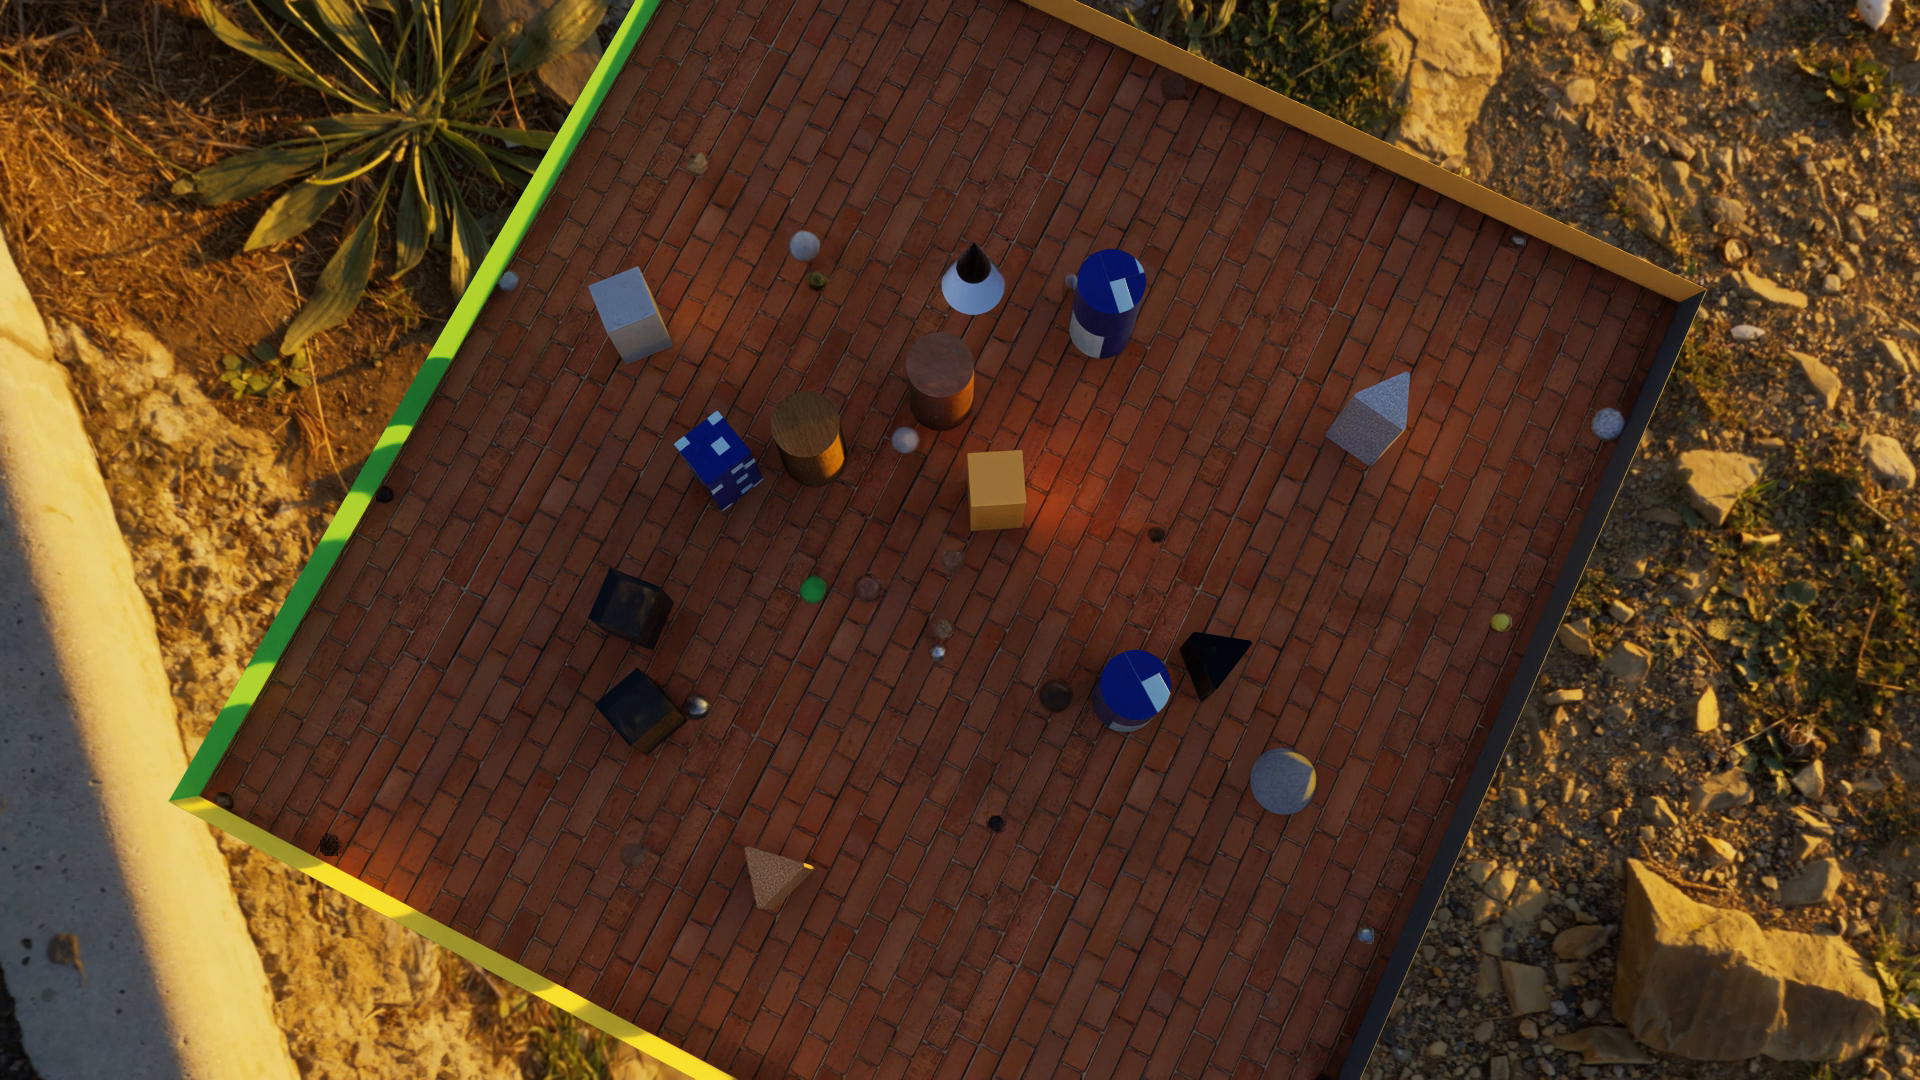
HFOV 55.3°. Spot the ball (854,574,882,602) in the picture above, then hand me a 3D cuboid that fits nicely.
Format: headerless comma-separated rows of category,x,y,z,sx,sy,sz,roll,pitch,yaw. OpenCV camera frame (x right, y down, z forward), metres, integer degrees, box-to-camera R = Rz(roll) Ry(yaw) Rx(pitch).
ball,-0.278,0.146,5.544,0.084,0.084,0.084,0,78,0

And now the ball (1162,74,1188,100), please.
ball,0.688,-1.451,5.875,0.082,0.082,0.082,0,78,0

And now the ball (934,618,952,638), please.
ball,-0.050,0.267,5.532,0.057,0.057,0.057,0,78,0

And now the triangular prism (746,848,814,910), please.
triangular prism,-0.545,0.941,5.249,0.173,0.338,0.150,-43,81,-8

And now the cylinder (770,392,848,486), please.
cylinder,-0.448,-0.298,5.490,0.200,0.370,0.200,0,78,0

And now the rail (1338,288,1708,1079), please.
rail,1.507,0.745,5.395,0.045,0.130,3.459,26,80,5

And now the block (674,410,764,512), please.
block,-0.718,-0.232,5.488,0.160,0.347,0.160,-39,81,-7

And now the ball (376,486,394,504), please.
ball,-1.762,-0.139,5.619,0.052,0.052,0.052,0,78,0

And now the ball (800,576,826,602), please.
ball,-0.442,0.147,5.546,0.078,0.078,0.078,0,78,0

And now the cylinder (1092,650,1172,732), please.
cylinder,0.497,0.444,5.350,0.200,0.342,0.200,0,78,0

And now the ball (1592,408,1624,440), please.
ball,1.995,-0.358,5.641,0.097,0.097,0.097,0,78,0

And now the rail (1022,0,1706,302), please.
rail,0.763,-1.487,5.857,3.418,0.130,0.045,26,80,5

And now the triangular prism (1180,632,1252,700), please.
triangular prism,0.724,0.343,5.393,0.150,0.300,0.173,38,81,7

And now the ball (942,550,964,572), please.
ball,-0.021,0.063,5.568,0.069,0.069,0.069,0,78,0

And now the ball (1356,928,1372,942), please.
ball,1.182,1.153,5.356,0.043,0.043,0.043,0,78,0

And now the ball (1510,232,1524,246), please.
ball,1.759,-0.949,5.789,0.047,0.047,0.047,0,78,0

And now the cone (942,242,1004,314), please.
cone,0.042,-0.844,5.601,0.200,0.373,0.200,0,78,0

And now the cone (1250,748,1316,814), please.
cone,0.966,0.671,5.236,0.200,0.474,0.200,0,78,0

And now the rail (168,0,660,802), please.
rail,-1.507,-0.731,5.701,0.045,0.130,3.459,26,80,5

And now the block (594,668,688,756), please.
block,-0.929,0.505,5.361,0.160,0.295,0.160,-41,81,-8

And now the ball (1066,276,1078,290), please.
ball,0.353,-0.810,5.761,0.046,0.046,0.046,0,78,0

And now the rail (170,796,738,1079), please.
rail,-0.763,1.501,5.239,3.418,0.130,0.045,26,80,5

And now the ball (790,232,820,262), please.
ball,-0.486,-0.923,5.759,0.095,0.095,0.095,0,78,0

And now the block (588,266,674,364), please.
block,-1.002,-0.682,5.596,0.160,0.317,0.160,-23,79,-5

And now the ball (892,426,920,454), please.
ball,-0.166,-0.308,5.638,0.083,0.083,0.083,0,78,0

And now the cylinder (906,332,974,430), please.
cylinder,-0.058,-0.473,5.525,0.200,0.371,0.200,0,78,0

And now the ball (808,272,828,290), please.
ball,-0.447,-0.813,5.753,0.062,0.062,0.062,0,78,0

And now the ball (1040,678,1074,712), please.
ball,0.287,0.463,5.470,0.100,0.100,0.100,0,78,0

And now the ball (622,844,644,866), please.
ball,-0.962,0.925,5.392,0.065,0.065,0.065,0,78,0

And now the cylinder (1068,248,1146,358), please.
cylinder,0.442,-0.709,5.544,0.200,0.430,0.200,0,78,0

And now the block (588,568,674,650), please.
block,-0.974,0.208,5.441,0.160,0.259,0.160,21,79,4

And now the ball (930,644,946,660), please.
ball,-0.067,0.337,5.524,0.045,0.045,0.045,0,78,0

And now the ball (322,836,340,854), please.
ball,-1.855,0.900,5.403,0.053,0.053,0.053,0,78,0

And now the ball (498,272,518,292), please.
ball,-1.419,-0.811,5.754,0.060,0.060,0.060,0,78,0

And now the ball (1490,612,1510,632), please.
ball,1.631,0.248,5.537,0.056,0.056,0.056,0,78,0

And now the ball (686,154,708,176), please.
ball,-0.836,-1.196,5.829,0.068,0.068,0.068,0,78,0

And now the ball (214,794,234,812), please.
ball,-2.179,0.780,5.427,0.056,0.056,0.056,0,78,0

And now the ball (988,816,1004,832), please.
ball,0.106,0.840,5.419,0.047,0.047,0.047,0,78,0

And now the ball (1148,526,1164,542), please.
ball,0.597,-0.018,5.596,0.048,0.048,0.048,0,78,0

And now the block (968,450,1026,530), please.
block,0.107,-0.145,5.475,0.160,0.336,0.160,-4,78,-1

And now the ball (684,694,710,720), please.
ball,-0.785,0.497,5.475,0.076,0.076,0.076,0,78,0

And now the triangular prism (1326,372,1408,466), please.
triangular prism,1.246,-0.380,5.473,0.173,0.435,0.150,36,81,7

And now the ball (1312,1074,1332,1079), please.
ball,1.041,1.568,5.257,0.068,0.068,0.068,0,78,0
